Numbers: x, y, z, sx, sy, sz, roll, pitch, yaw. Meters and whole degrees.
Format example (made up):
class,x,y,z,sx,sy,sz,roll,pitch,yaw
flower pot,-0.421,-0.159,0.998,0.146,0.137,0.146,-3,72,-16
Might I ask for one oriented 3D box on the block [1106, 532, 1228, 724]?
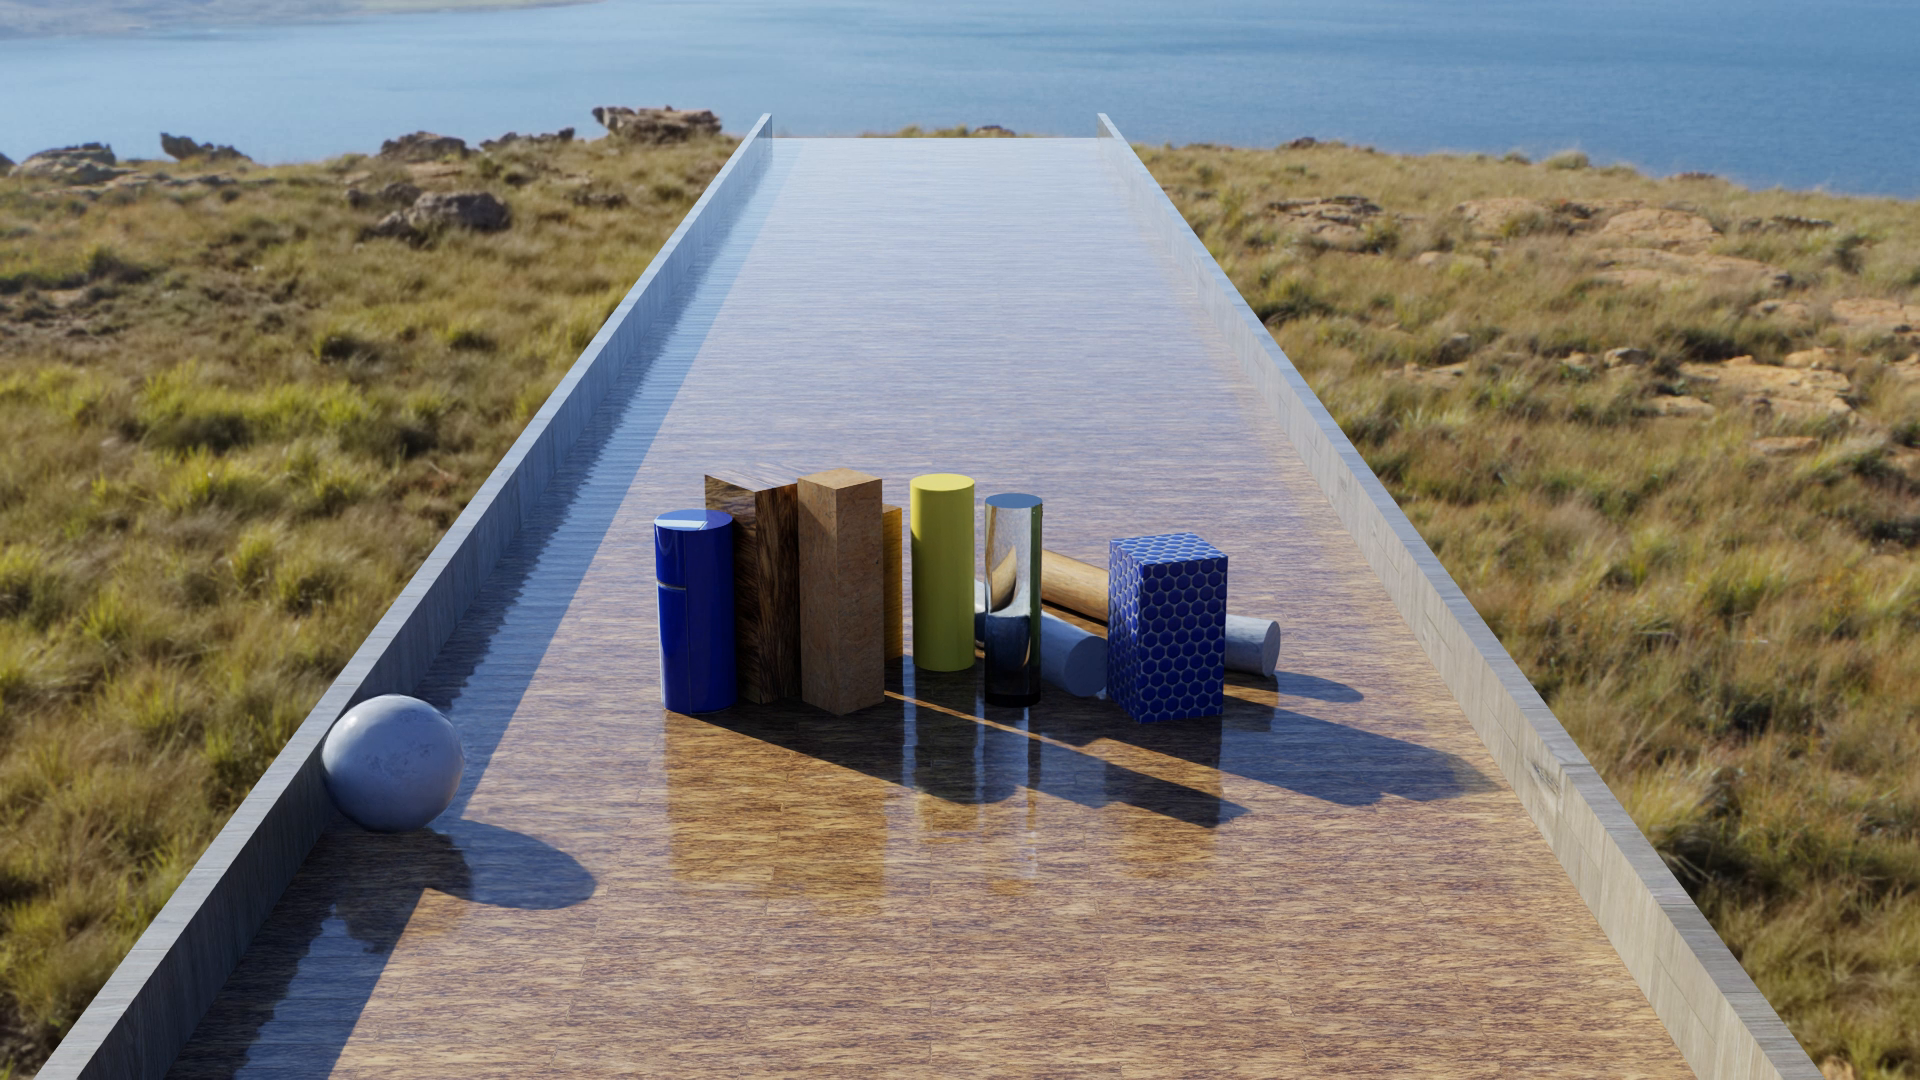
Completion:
class,x,y,z,sx,sy,sz,roll,pitch,yaw
block,0.387,0.163,4.135,0.168,0.309,0.168,-5,17,-17

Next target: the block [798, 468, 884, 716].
class,x,y,z,sx,sy,sz,roll,pitch,yaw
block,-0.223,0.096,4.132,0.112,0.440,0.112,-15,22,-41

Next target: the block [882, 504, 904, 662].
class,x,y,z,sx,sy,sz,roll,pitch,yaw
block,-0.240,0.087,4.393,0.176,0.310,0.176,14,22,39

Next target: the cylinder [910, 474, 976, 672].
class,x,y,z,sx,sy,sz,roll,pitch,yaw
cylinder,-0.033,0.064,4.356,0.125,0.372,0.125,0,17,0

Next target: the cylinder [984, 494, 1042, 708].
class,x,y,z,sx,sy,sz,roll,pitch,yaw
cylinder,0.100,0.115,4.153,0.108,0.392,0.108,0,17,0

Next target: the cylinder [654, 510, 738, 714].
class,x,y,z,sx,sy,sz,roll,pitch,yaw
cylinder,-0.496,0.134,4.144,0.146,0.359,0.146,0,16,0

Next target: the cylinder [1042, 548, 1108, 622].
class,x,y,z,sx,sy,sz,roll,pitch,yaw
cylinder,0.242,0.095,4.726,0.104,0.104,0.405,-13,21,-37

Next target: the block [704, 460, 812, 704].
class,x,y,z,sx,sy,sz,roll,pitch,yaw
block,-0.371,0.079,4.226,0.163,0.419,0.163,-14,22,-39

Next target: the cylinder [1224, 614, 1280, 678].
class,x,y,z,sx,sy,sz,roll,pitch,yaw
cylinder,0.467,0.194,4.380,0.320,0.111,0.111,8,18,26

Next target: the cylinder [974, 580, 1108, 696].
class,x,y,z,sx,sy,sz,roll,pitch,yaw
cylinder,0.128,0.190,4.373,0.121,0.121,0.436,-11,20,-32

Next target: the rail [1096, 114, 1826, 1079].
class,x,y,z,sx,sy,sz,roll,pitch,yaw
rail,0.932,-0.844,7.801,0.050,0.150,12.000,0,17,-1

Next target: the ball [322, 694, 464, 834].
class,x,y,z,sx,sy,sz,roll,pitch,yaw
ball,-0.928,0.366,3.599,0.227,0.227,0.227,0,17,0

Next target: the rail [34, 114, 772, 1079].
class,x,y,z,sx,sy,sz,roll,pitch,yaw
rail,-1.118,-0.838,7.780,0.050,0.150,12.000,0,17,-1
